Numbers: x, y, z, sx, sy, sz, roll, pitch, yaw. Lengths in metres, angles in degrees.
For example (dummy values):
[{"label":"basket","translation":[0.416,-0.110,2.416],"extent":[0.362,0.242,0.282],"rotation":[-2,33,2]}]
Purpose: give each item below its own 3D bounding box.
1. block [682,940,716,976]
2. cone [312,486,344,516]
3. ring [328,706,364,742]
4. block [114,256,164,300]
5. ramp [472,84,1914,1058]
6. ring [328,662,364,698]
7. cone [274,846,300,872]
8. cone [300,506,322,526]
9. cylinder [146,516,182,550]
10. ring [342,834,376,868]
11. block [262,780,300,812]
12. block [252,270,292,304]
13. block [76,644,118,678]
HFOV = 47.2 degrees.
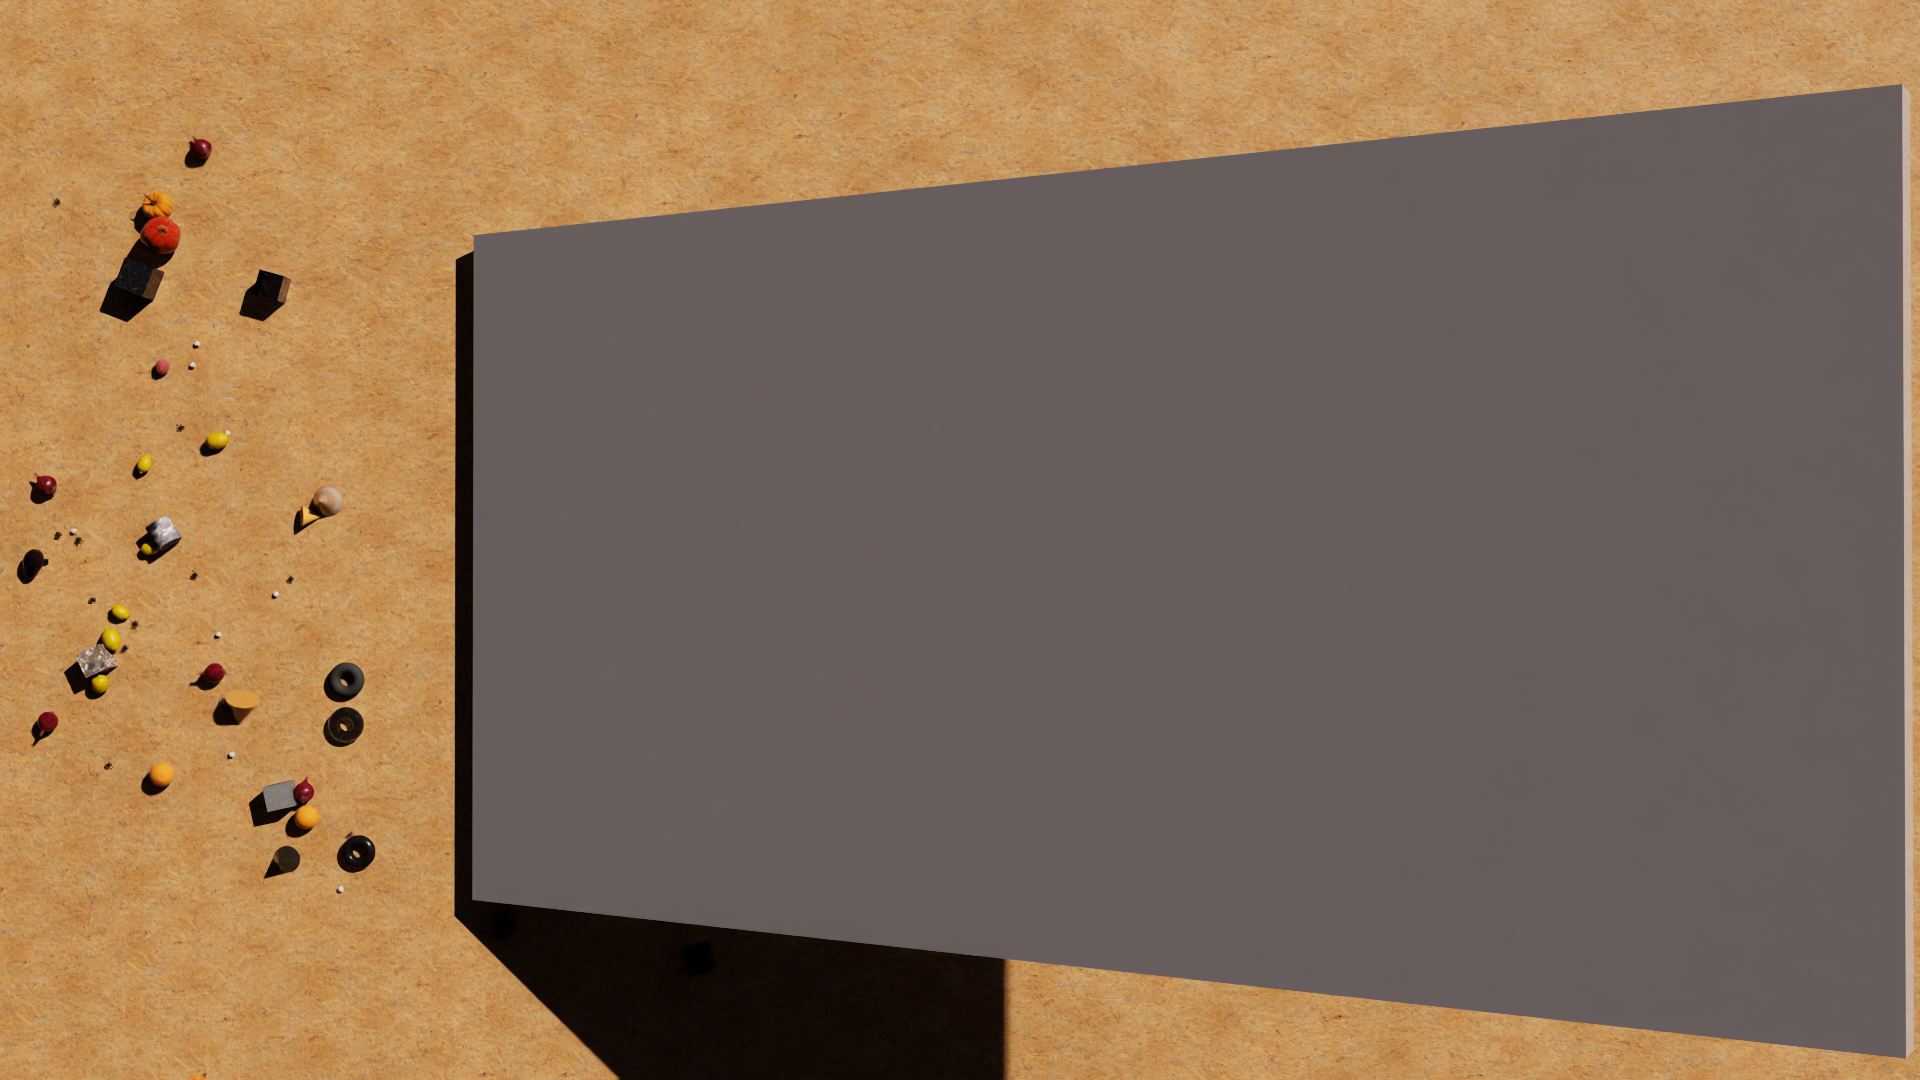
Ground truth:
[{"label":"block","translation":[-0.790,1.266,6.651],"extent":[0.076,0.076,0.076],"rotation":[-19,90,0]},{"label":"cone","translation":[-1.927,-0.118,6.655],"extent":[0.094,0.094,0.094],"rotation":[0,89,0]},{"label":"ring","translation":[-1.864,0.561,6.678],"extent":[0.108,0.036,0.108],"rotation":[0,90,-1]},{"label":"block","translation":[-2.486,-0.791,6.661],"extent":[0.093,0.093,0.093],"rotation":[21,90,0]},{"label":"ramp","translation":[0.263,0.072,5.606],"extent":[4.000,0.100,2.000],"rotation":[0,89,32]},{"label":"ring","translation":[-1.863,0.425,6.679],"extent":[0.108,0.036,0.108],"rotation":[0,90,-1]},{"label":"cone","translation":[-2.049,0.972,6.651],"extent":[0.082,0.082,0.082],"rotation":[0,89,0]},{"label":"cone","translation":[-1.970,-0.073,6.687],"extent":[0.063,0.063,0.063],"rotation":[0,89,-27]},{"label":"cylinder","translation":[-2.413,-0.021,6.662],"extent":[0.077,0.077,0.077],"rotation":[-32,90,0]},{"label":"ring","translation":[-1.825,0.946,6.675],"extent":[0.102,0.034,0.102],"rotation":[0,90,-1]},{"label":"block","translation":[-2.055,0.774,6.656],"extent":[0.076,0.076,0.076],"rotation":[-12,89,0]},{"label":"block","translation":[-2.086,-0.769,6.669],"extent":[0.077,0.077,0.077],"rotation":[15,89,0]},{"label":"block","translation":[-2.614,0.366,6.659],"extent":[0.076,0.076,0.076],"rotation":[-25,90,0]}]
